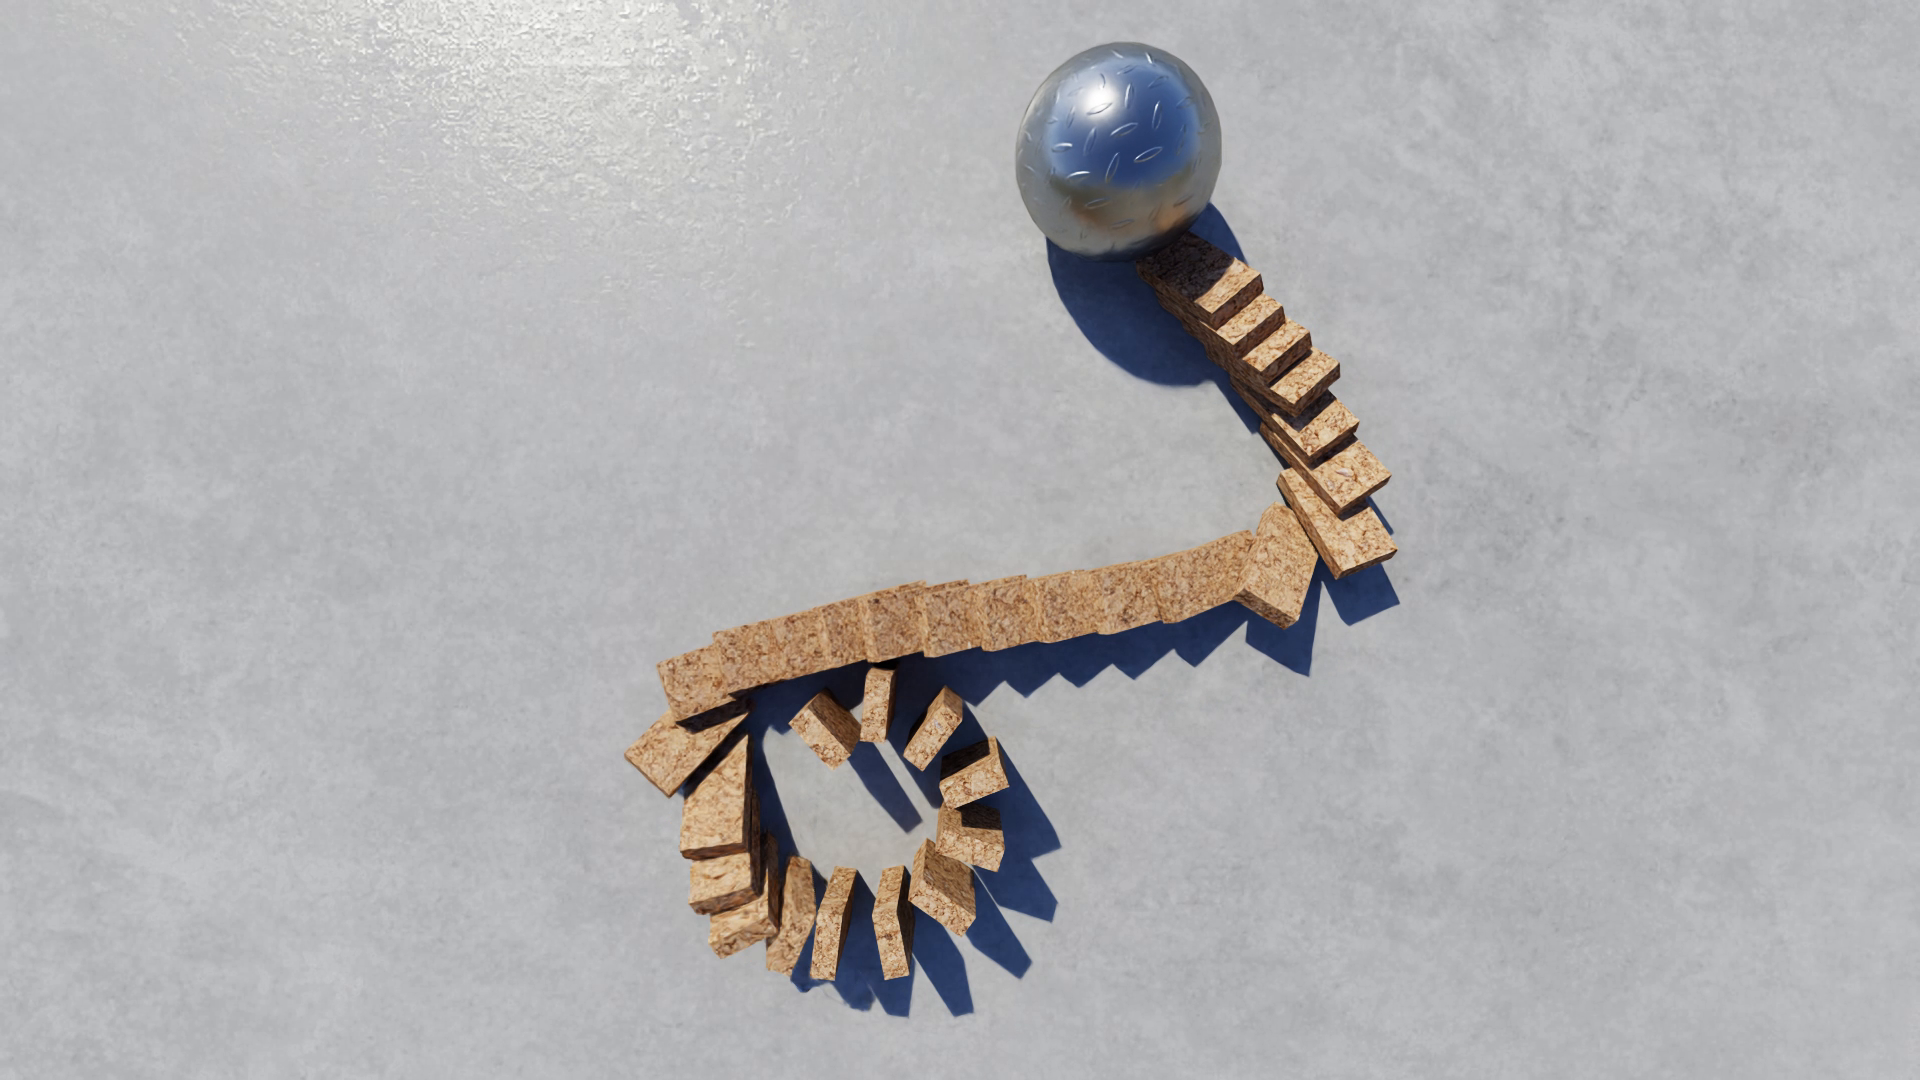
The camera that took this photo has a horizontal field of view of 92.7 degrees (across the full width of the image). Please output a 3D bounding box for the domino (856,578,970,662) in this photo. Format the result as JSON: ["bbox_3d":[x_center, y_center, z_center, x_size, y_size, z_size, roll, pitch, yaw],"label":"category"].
[{"bbox_3d":[-0.017,0.033,0.382,0.050,0.010,0.025,-10,89,-35],"label":"domino"}]

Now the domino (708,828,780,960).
[{"bbox_3d":[-0.088,0.143,0.376,0.025,0.050,0.010,-25,117,0],"label":"domino"}]

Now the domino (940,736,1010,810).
[{"bbox_3d":[0.005,0.094,0.375,0.025,0.050,0.009,-22,90,0],"label":"domino"}]

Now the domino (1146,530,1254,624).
[{"bbox_3d":[0.104,0.015,0.386,0.050,0.010,0.025,-18,90,-23],"label":"domino"}]

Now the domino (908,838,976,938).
[{"bbox_3d":[-0.007,0.141,0.375,0.025,0.050,0.009,35,90,0],"label":"domino"}]

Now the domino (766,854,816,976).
[{"bbox_3d":[-0.070,0.152,0.375,0.010,0.050,0.025,24,90,-14],"label":"domino"}]

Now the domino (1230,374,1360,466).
[{"bbox_3d":[0.140,-0.058,0.385,0.025,0.009,0.050,-35,66,0],"label":"domino"}]

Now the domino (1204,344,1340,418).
[{"bbox_3d":[0.129,-0.075,0.381,0.025,0.010,0.050,-42,54,-2],"label":"domino"}]

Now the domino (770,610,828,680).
[{"bbox_3d":[-0.052,0.040,0.385,0.050,0.010,0.025,-12,90,-25],"label":"domino"}]

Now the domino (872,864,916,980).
[{"bbox_3d":[-0.027,0.155,0.375,0.009,0.050,0.025,-11,90,0],"label":"domino"}]

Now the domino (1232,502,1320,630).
[{"bbox_3d":[0.134,0.010,0.383,0.025,0.010,0.050,31,58,0],"label":"domino"}]

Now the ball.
[{"bbox_3d":[0.062,-0.150,0.360,0.080,0.080,0.080,0,90,0],"label":"ball"}]

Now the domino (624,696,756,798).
[{"bbox_3d":[-0.112,0.080,0.383,0.025,0.010,0.050,42,61,2],"label":"domino"}]

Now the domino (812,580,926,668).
[{"bbox_3d":[-0.035,0.034,0.381,0.050,0.010,0.025,-13,91,-35],"label":"domino"}]

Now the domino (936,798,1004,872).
[{"bbox_3d":[0.004,0.119,0.375,0.025,0.050,0.010,17,90,0],"label":"domino"}]

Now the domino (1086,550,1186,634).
[{"bbox_3d":[0.079,0.022,0.385,0.050,0.009,0.025,-12,90,-24],"label":"domino"}]

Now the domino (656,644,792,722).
[{"bbox_3d":[-0.098,0.055,0.385,0.050,0.010,0.025,-18,88,-25],"label":"domino"}]

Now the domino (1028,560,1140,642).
[{"bbox_3d":[0.055,0.026,0.385,0.050,0.009,0.025,-11,90,-25],"label":"domino"}]

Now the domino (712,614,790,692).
[{"bbox_3d":[-0.076,0.045,0.385,0.050,0.009,0.025,-12,88,-25],"label":"domino"}]

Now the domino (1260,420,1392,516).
[{"bbox_3d":[0.153,-0.037,0.385,0.025,0.010,0.050,-33,65,-2],"label":"domino"}]

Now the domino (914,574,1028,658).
[{"bbox_3d":[0.007,0.031,0.384,0.050,0.010,0.025,-10,90,-30],"label":"domino"}]

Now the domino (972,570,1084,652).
[{"bbox_3d":[0.031,0.029,0.385,0.050,0.010,0.025,-10,90,-26],"label":"domino"}]

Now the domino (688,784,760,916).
[{"bbox_3d":[-0.096,0.126,0.378,0.025,0.050,0.010,-16,129,0],"label":"domino"}]

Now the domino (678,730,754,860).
[{"bbox_3d":[-0.100,0.105,0.380,0.025,0.010,0.050,-8,49,0],"label":"domino"}]

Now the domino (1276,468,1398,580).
[{"bbox_3d":[0.157,-0.011,0.384,0.025,0.009,0.050,-21,64,-3],"label":"domino"}]

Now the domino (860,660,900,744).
[{"bbox_3d":[-0.032,0.065,0.375,0.009,0.050,0.025,5,90,0],"label":"domino"}]

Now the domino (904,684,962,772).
[{"bbox_3d":[-0.010,0.076,0.375,0.009,0.050,0.025,38,90,0],"label":"domino"}]

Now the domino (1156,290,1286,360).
[{"bbox_3d":[0.107,-0.097,0.380,0.025,0.009,0.050,-39,51,0],"label":"domino"}]

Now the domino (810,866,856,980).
[{"bbox_3d":[-0.051,0.155,0.375,0.010,0.050,0.025,7,90,0],"label":"domino"}]

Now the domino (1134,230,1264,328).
[{"bbox_3d":[0.098,-0.110,0.381,0.025,0.009,0.050,-40,51,0],"label":"domino"}]

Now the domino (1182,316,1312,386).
[{"bbox_3d":[0.118,-0.087,0.381,0.025,0.010,0.050,-40,51,0],"label":"domino"}]

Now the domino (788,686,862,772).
[{"bbox_3d":[-0.054,0.076,0.375,0.010,0.050,0.025,-42,90,0],"label":"domino"}]
